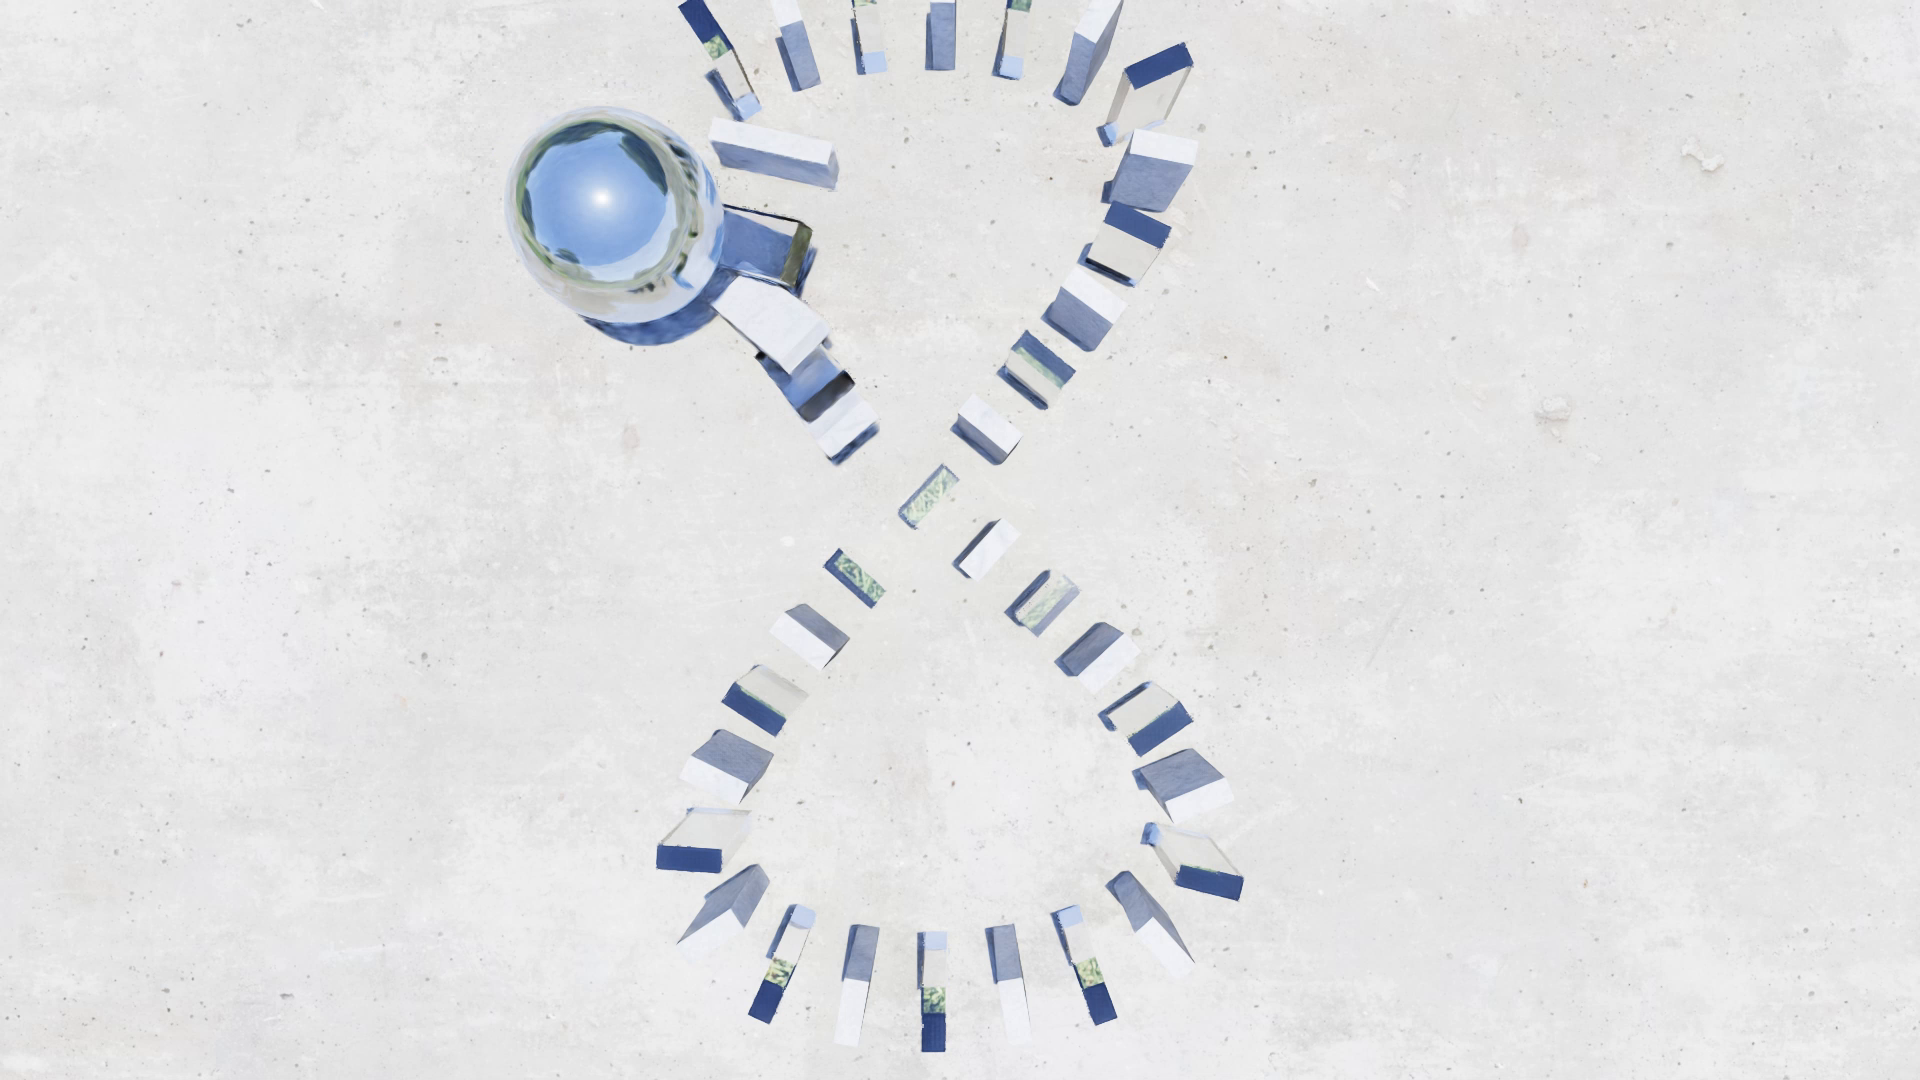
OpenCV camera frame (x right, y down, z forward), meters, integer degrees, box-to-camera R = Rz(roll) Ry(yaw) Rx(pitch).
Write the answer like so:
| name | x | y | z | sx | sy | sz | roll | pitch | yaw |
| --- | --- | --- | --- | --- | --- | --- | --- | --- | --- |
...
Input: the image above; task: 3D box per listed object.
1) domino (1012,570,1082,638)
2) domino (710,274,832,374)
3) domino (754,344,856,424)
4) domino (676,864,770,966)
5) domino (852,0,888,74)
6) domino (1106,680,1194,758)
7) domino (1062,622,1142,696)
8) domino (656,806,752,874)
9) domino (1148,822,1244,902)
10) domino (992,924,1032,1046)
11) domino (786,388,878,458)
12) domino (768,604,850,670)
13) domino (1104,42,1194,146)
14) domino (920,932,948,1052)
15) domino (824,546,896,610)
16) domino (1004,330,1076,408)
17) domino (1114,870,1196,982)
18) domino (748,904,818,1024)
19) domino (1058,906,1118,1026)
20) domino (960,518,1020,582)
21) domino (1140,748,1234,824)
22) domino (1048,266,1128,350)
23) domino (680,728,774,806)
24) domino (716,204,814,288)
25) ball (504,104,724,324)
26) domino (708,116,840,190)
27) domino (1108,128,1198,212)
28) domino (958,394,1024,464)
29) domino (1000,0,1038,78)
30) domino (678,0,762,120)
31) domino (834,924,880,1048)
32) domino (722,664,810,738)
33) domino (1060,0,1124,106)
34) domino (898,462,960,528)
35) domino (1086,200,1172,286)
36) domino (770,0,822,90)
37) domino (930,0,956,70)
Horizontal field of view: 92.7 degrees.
| name | x | y | z | sx | sy | sz | roll | pitch | yaw |
| --- | --- | --- | --- | --- | --- | --- | --- | --- | --- |
| domino | 0.035 | 0.025 | 0.375 | 0.010 | 0.050 | 0.025 | 43 | 90 | 0 |
| domino | -0.080 | -0.093 | 0.383 | 0.025 | 0.010 | 0.050 | -47 | 62 | -5 |
| domino | -0.065 | -0.070 | 0.380 | 0.025 | 0.009 | 0.050 | -41 | 47 | 0 |
| domino | -0.096 | 0.152 | 0.375 | 0.025 | 0.050 | 0.009 | -34 | 90 | 0 |
| domino | -0.038 | -0.216 | 0.375 | 0.010 | 0.050 | 0.025 | -7 | 90 | 0 |
| domino | 0.076 | 0.072 | 0.375 | 0.025 | 0.050 | 0.009 | -34 | 90 | 0 |
| domino | 0.057 | 0.047 | 0.375 | 0.025 | 0.050 | 0.009 | -42 | 90 | 0 |
| domino | -0.104 | 0.122 | 0.375 | 0.025 | 0.050 | 0.009 | 4 | 90 | 0 |
| domino | 0.096 | 0.131 | 0.375 | 0.025 | 0.050 | 0.010 | 14 | 90 | 0 |
| domino | 0.021 | 0.180 | 0.375 | 0.009 | 0.050 | 0.025 | -10 | 90 | 0 |
| domino | -0.053 | -0.054 | 0.377 | 0.025 | 0.050 | 0.010 | -41 | 125 | 0 |
| domino | -0.060 | 0.039 | 0.375 | 0.025 | 0.050 | 0.010 | 38 | 90 | 0 |
| domino | 0.076 | -0.181 | 0.375 | 0.025 | 0.050 | 0.010 | -24 | 90 | 0 |
| domino | -0.010 | 0.183 | 0.375 | 0.010 | 0.050 | 0.025 | 0 | 90 | 0 |
| domino | -0.040 | 0.015 | 0.375 | 0.025 | 0.050 | 0.009 | 42 | 90 | 0 |
| domino | 0.032 | -0.069 | 0.375 | 0.025 | 0.050 | 0.010 | 39 | 90 | 0 |
| domino | 0.079 | 0.157 | 0.375 | 0.010 | 0.050 | 0.025 | -42 | 90 | 0 |
| domino | -0.072 | 0.172 | 0.375 | 0.009 | 0.050 | 0.025 | 25 | 90 | 0 |
| domino | 0.052 | 0.173 | 0.375 | 0.010 | 0.050 | 0.025 | -20 | 90 | 0 |
| domino | 0.012 | 0.004 | 0.375 | 0.010 | 0.050 | 0.025 | 42 | 90 | 0 |
| domino | 0.092 | 0.100 | 0.375 | 0.025 | 0.050 | 0.009 | -22 | 90 | 0 |
| domino | 0.051 | -0.094 | 0.375 | 0.025 | 0.050 | 0.009 | 36 | 90 | 0 |
| domino | -0.094 | 0.092 | 0.375 | 0.025 | 0.050 | 0.010 | 26 | 90 | 0 |
| domino | -0.087 | -0.124 | 0.384 | 0.050 | 0.009 | 0.025 | 21 | 93 | 27 |
| ball | -0.133 | -0.125 | 0.356 | 0.080 | 0.080 | 0.080 | 0 | 90 | 0 |
| domino | -0.078 | -0.163 | 0.387 | 0.050 | 0.025 | 0.010 | 12 | 88 | 0 |
| domino | 0.078 | -0.150 | 0.375 | 0.025 | 0.050 | 0.009 | 11 | 90 | 0 |
| domino | 0.012 | -0.045 | 0.375 | 0.025 | 0.050 | 0.010 | 40 | 90 | 0 |
| domino | 0.025 | -0.214 | 0.375 | 0.009 | 0.050 | 0.025 | 13 | 90 | 0 |
| domino | -0.097 | -0.196 | 0.375 | 0.009 | 0.050 | 0.025 | -34 | 90 | 0 |
| domino | -0.042 | 0.181 | 0.375 | 0.009 | 0.050 | 0.025 | 10 | 90 | 0 |
| domino | -0.078 | 0.065 | 0.375 | 0.025 | 0.050 | 0.010 | 33 | 90 | 0 |
| domino | 0.054 | -0.203 | 0.375 | 0.009 | 0.050 | 0.025 | 30 | 90 | 0 |
| domino | -0.012 | -0.017 | 0.375 | 0.010 | 0.050 | 0.025 | 44 | 90 | 0 |
| domino | 0.068 | -0.120 | 0.375 | 0.025 | 0.050 | 0.009 | 25 | 90 | 0 |
| domino | -0.069 | -0.209 | 0.375 | 0.010 | 0.050 | 0.025 | -19 | 90 | 0 |
| domino | -0.006 | -0.218 | 0.375 | 0.009 | 0.050 | 0.025 | 1 | 90 | 0 |
